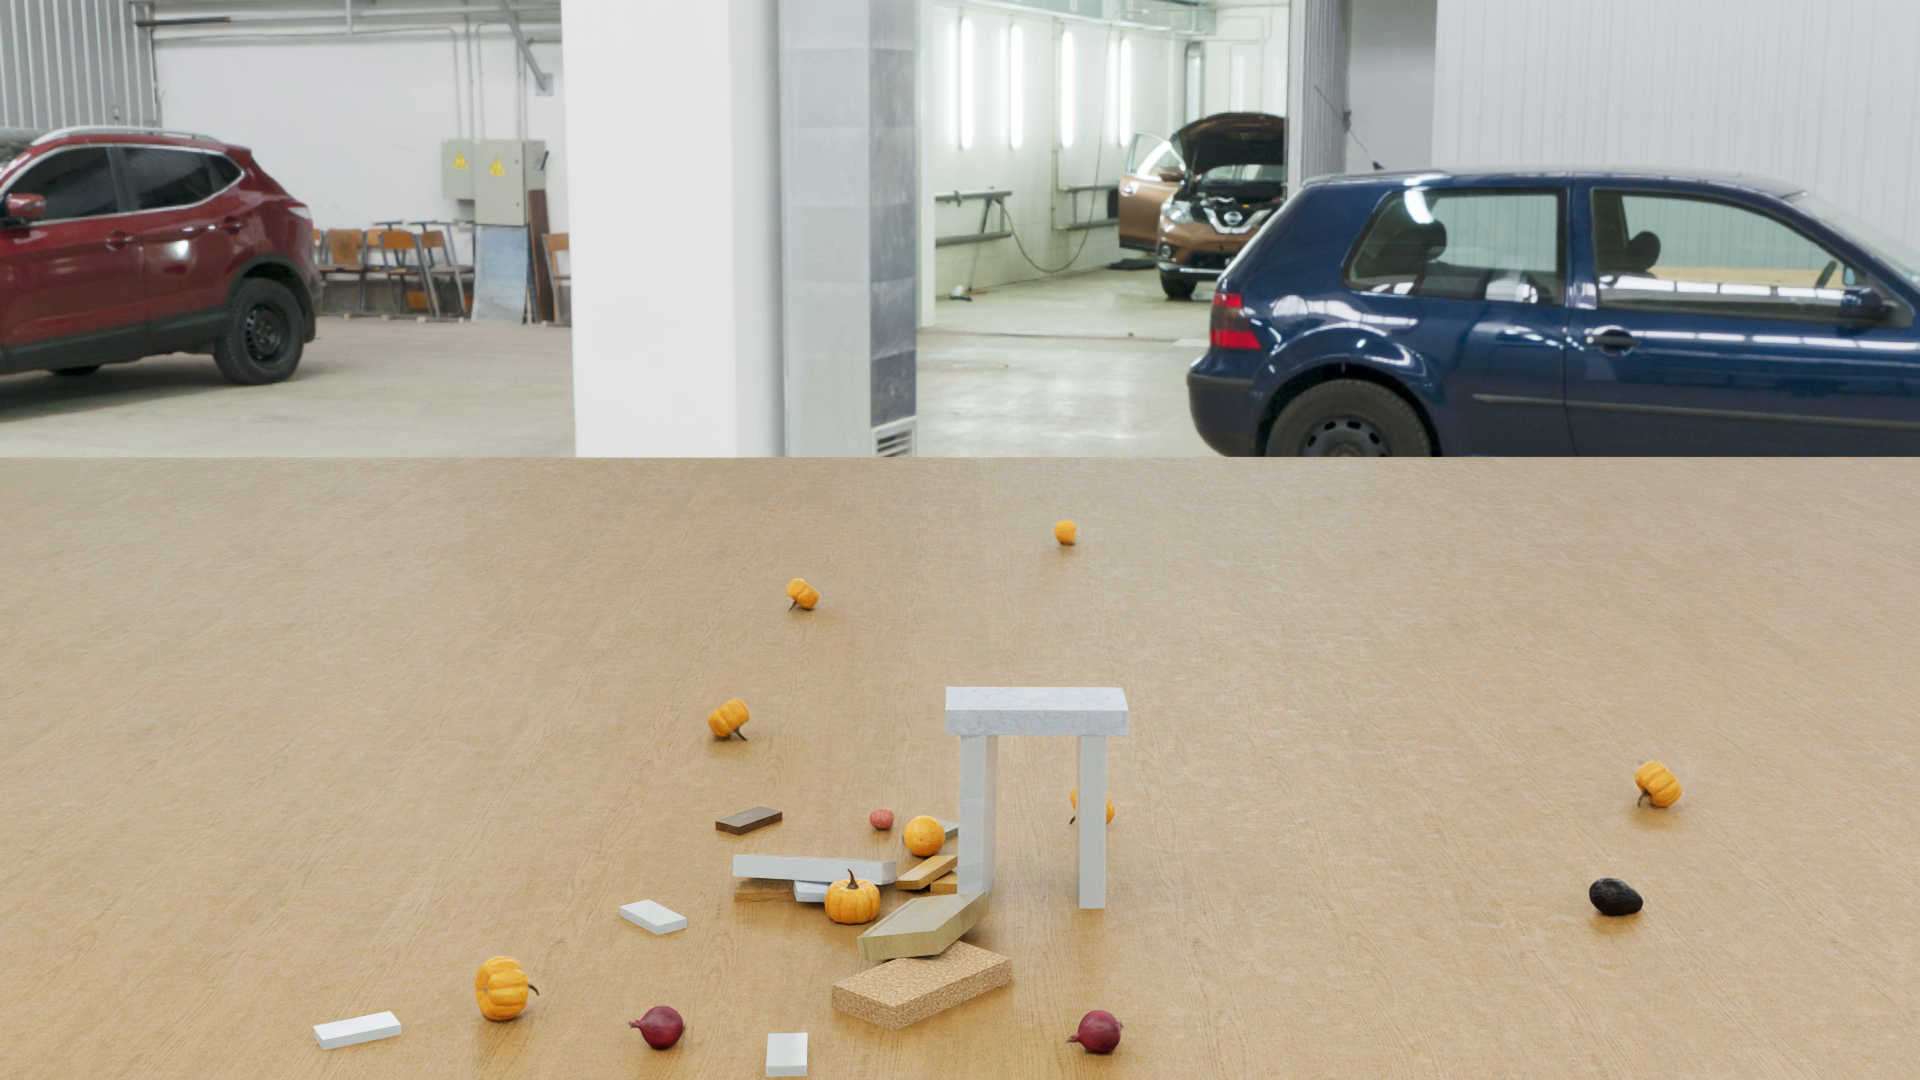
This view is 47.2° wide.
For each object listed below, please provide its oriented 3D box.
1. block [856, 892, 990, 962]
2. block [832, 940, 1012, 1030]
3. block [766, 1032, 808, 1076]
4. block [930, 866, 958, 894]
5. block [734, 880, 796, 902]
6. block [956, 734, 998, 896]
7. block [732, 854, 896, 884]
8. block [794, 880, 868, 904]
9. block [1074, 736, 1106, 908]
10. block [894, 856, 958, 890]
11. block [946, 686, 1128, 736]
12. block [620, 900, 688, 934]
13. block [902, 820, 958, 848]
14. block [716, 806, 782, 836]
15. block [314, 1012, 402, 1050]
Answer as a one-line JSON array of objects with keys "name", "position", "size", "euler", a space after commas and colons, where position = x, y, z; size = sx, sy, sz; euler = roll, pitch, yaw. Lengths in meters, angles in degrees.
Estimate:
[{"name": "block", "position": [-0.055, 0.596, 3.406], "size": [0.126, 0.036, 0.252], "euler": [-9, 2, 19]}, {"name": "block", "position": [-0.055, 0.652, 3.239], "size": [0.126, 0.036, 0.252], "euler": [9, 14, 41]}, {"name": "block", "position": [-0.237, 0.704, 3.011], "size": [0.054, 0.015, 0.109], "euler": [-1, 11, -3]}, {"name": "block", "position": [-0.014, 0.571, 3.726], "size": [0.055, 0.016, 0.111], "euler": [2, 11, 9]}, {"name": "block", "position": [-0.316, 0.584, 3.657], "size": [0.116, 0.016, 0.058], "euler": [-1, 11, -3]}, {"name": "block", "position": [0.030, 0.445, 3.644], "size": [0.042, 0.294, 0.147], "euler": [3, 11, 9]}, {"name": "block", "position": [-0.242, 0.551, 3.684], "size": [0.252, 0.036, 0.126], "euler": [2, -7, 9]}, {"name": "block", "position": [-0.213, 0.579, 3.619], "size": [0.116, 0.016, 0.058], "euler": [4, 10, -11]}, {"name": "block", "position": [0.216, 0.445, 3.643], "size": [0.042, 0.294, 0.147], "euler": [0, 11, 0]}, {"name": "block", "position": [-0.055, 0.561, 3.712], "size": [0.055, 0.016, 0.111], "euler": [-8, 10, 39]}, {"name": "block", "position": [0.124, 0.280, 3.609], "size": [0.294, 0.042, 0.147], "euler": [0, 11, 0]}, {"name": "block", "position": [-0.494, 0.606, 3.538], "size": [0.054, 0.015, 0.115], "euler": [-9, 14, -39]}, {"name": "block", "position": [-0.049, 0.529, 3.955], "size": [0.055, 0.016, 0.111], "euler": [7, 13, 35]}, {"name": "block", "position": [-0.386, 0.514, 4.031], "size": [0.058, 0.016, 0.116], "euler": [8, 13, 37]}, {"name": "block", "position": [-0.847, 0.689, 3.091], "size": [0.109, 0.015, 0.054], "euler": [-6, 12, -30]}]
